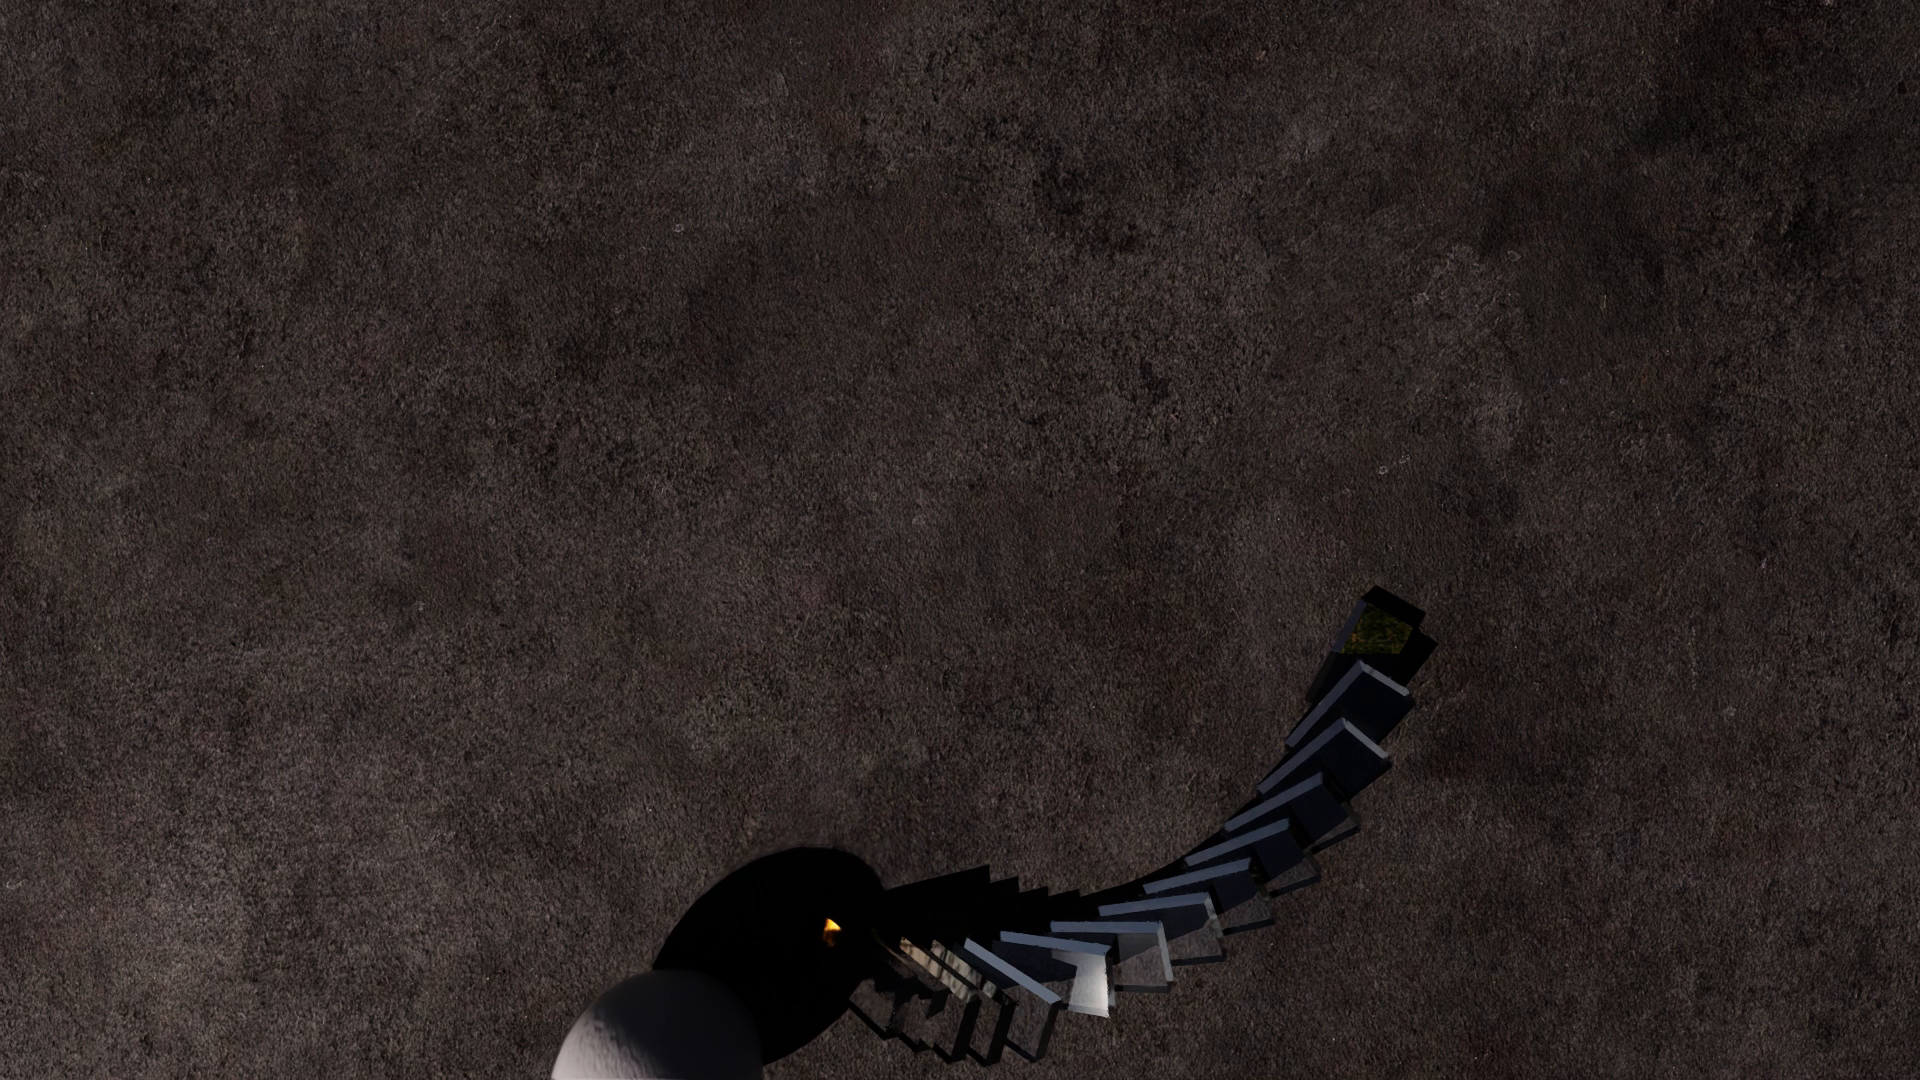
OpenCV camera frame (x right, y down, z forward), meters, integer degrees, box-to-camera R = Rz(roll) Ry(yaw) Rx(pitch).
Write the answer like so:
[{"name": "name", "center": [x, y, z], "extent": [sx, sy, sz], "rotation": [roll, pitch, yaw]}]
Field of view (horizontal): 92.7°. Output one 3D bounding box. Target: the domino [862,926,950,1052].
[{"name": "domino", "center": [-0.028, 0.185, 0.379], "extent": [0.050, 0.010, 0.025], "rotation": [16, 90, 45]}]

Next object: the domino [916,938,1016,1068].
[{"name": "domino", "center": [-0.001, 0.190, 0.379], "extent": [0.050, 0.010, 0.025], "rotation": [16, 90, 45]}]

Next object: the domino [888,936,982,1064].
[{"name": "domino", "center": [-0.015, 0.189, 0.379], "extent": [0.050, 0.009, 0.025], "rotation": [17, 90, 45]}]

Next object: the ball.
[{"name": "ball", "center": [-0.118, 0.212, 0.360], "extent": [0.080, 0.080, 0.080], "rotation": [0, 90, 0]}]

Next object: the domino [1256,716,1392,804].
[{"name": "domino", "center": [0.152, 0.100, 0.385], "extent": [0.025, 0.010, 0.050], "rotation": [40, 114, 0]}]

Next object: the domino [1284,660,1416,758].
[{"name": "domino", "center": [0.163, 0.077, 0.385], "extent": [0.025, 0.010, 0.050], "rotation": [31, 114, 0]}]

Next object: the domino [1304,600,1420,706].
[{"name": "domino", "center": [0.173, 0.054, 0.395], "extent": [0.025, 0.010, 0.050], "rotation": [29, 90, 0]}]

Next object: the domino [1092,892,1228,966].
[{"name": "domino", "center": [0.083, 0.165, 0.385], "extent": [0.050, 0.010, 0.025], "rotation": [-19, 90, 26]}]

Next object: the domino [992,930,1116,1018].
[{"name": "domino", "center": [0.039, 0.182, 0.385], "extent": [0.050, 0.009, 0.025], "rotation": [-4, 90, 25]}]

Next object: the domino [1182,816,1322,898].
[{"name": "domino", "center": [0.122, 0.138, 0.385], "extent": [0.050, 0.009, 0.025], "rotation": [-33, 90, 25]}]

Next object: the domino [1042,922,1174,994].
[{"name": "domino", "center": [0.062, 0.175, 0.385], "extent": [0.050, 0.009, 0.025], "rotation": [-11, 90, 26]}]

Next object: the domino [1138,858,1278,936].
[{"name": "domino", "center": [0.103, 0.153, 0.385], "extent": [0.050, 0.010, 0.025], "rotation": [-26, 90, 26]}]

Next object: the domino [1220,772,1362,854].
[{"name": "domino", "center": [0.138, 0.121, 0.385], "extent": [0.050, 0.009, 0.025], "rotation": [-39, 90, 25]}]

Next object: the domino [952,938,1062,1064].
[{"name": "domino", "center": [0.016, 0.190, 0.381], "extent": [0.050, 0.010, 0.025], "rotation": [17, 91, 36]}]

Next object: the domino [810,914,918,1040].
[{"name": "domino", "center": [-0.040, 0.180, 0.379], "extent": [0.050, 0.009, 0.025], "rotation": [16, 90, 45]}]
